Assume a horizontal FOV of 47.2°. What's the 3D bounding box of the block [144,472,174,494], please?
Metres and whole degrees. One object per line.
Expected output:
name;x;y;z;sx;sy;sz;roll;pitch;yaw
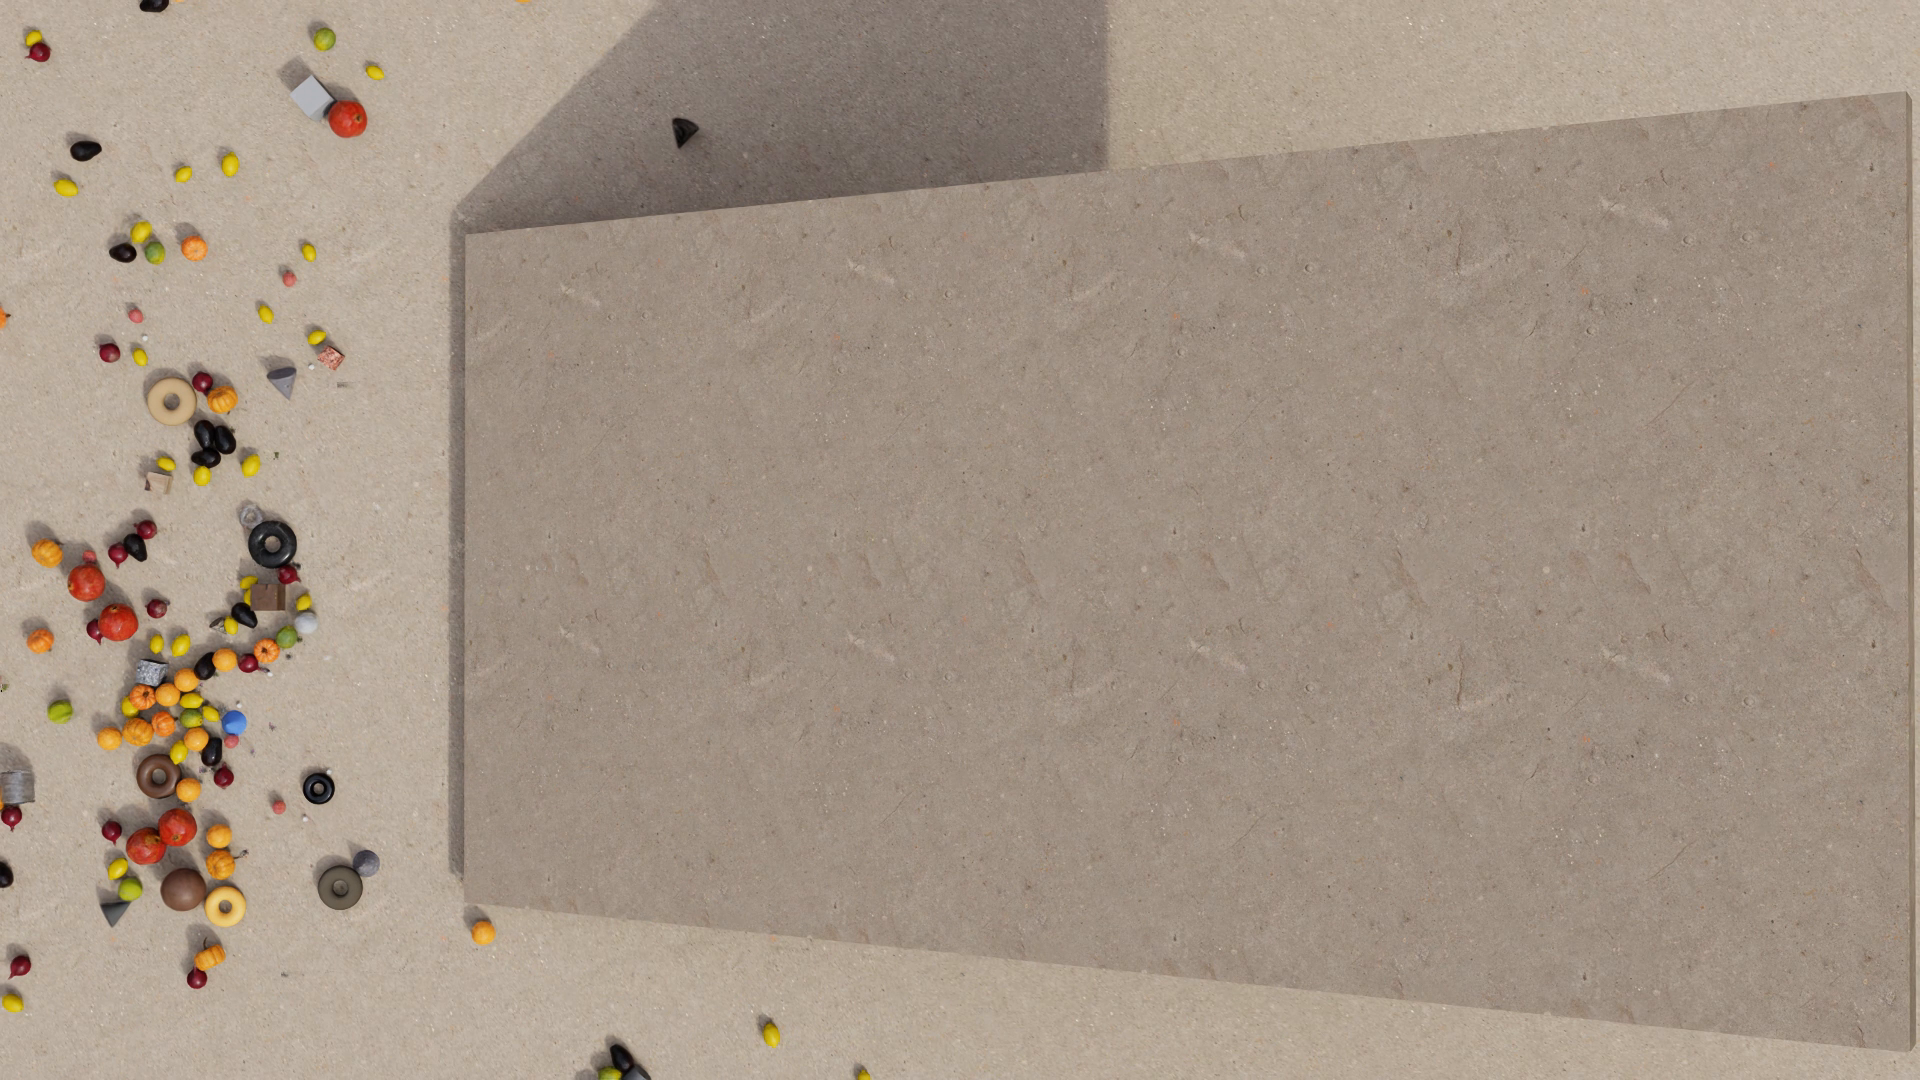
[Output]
block;-2.421;-0.172;6.648;0.057;0.057;0.057;13;89;0

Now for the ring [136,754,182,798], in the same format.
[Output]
ring;-2.420;0.714;6.646;0.137;0.046;0.137;0;90;1

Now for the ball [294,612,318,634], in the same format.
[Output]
ball;-1.973;0.249;6.639;0.067;0.067;0.067;0;89;0

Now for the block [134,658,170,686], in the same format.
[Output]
block;-2.439;0.400;6.637;0.067;0.067;0.067;13;89;0

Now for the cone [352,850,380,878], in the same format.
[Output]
cone;-1.799;0.981;6.624;0.083;0.083;0.083;0;89;0

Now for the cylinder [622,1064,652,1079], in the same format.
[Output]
cylinder;-0.978;1.630;6.625;0.069;0.069;0.069;43;90;0

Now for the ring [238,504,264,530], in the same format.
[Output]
ring;-2.147;-0.068;6.663;0.078;0.026;0.078;0;90;1

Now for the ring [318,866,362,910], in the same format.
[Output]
ring;-1.872;1.050;6.643;0.135;0.045;0.135;0;91;0

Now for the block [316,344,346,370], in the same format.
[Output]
block;-1.903;-0.551;6.654;0.052;0.052;0.052;36;90;0

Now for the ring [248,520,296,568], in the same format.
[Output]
ring;-2.079;0.013;6.651;0.147;0.049;0.147;0;90;-1

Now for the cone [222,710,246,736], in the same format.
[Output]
cone;-2.201;0.555;6.631;0.077;0.077;0.077;0;89;0

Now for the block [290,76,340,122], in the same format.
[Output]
block;-1.950;-1.332;6.643;0.090;0.090;0.090;-41;90;0

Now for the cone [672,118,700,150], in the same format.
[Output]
cone;-0.841;-1.222;6.668;0.083;0.083;0.083;21;116;0

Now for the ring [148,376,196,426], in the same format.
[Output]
ring;-2.385;-0.420;6.655;0.149;0.050;0.149;0;91;0

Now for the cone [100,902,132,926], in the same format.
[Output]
cone;-2.542;1.114;6.646;0.083;0.083;0.083;-28;89;-27

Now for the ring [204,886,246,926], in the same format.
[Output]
ring;-2.220;1.107;6.644;0.124;0.041;0.124;0;90;-1

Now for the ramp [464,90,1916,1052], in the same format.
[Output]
ramp;0.269;0.074;5.623;4.000;0.100;2.000;0;89;30

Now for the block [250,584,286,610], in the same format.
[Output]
block;-2.087;0.173;6.633;0.080;0.080;0.080;0;89;0

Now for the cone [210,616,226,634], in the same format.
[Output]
cone;-2.237;0.268;6.661;0.051;0.051;0.051;-31;116;0

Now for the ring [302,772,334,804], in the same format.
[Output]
ring;-1.940;0.752;6.652;0.098;0.033;0.098;0;90;-1
